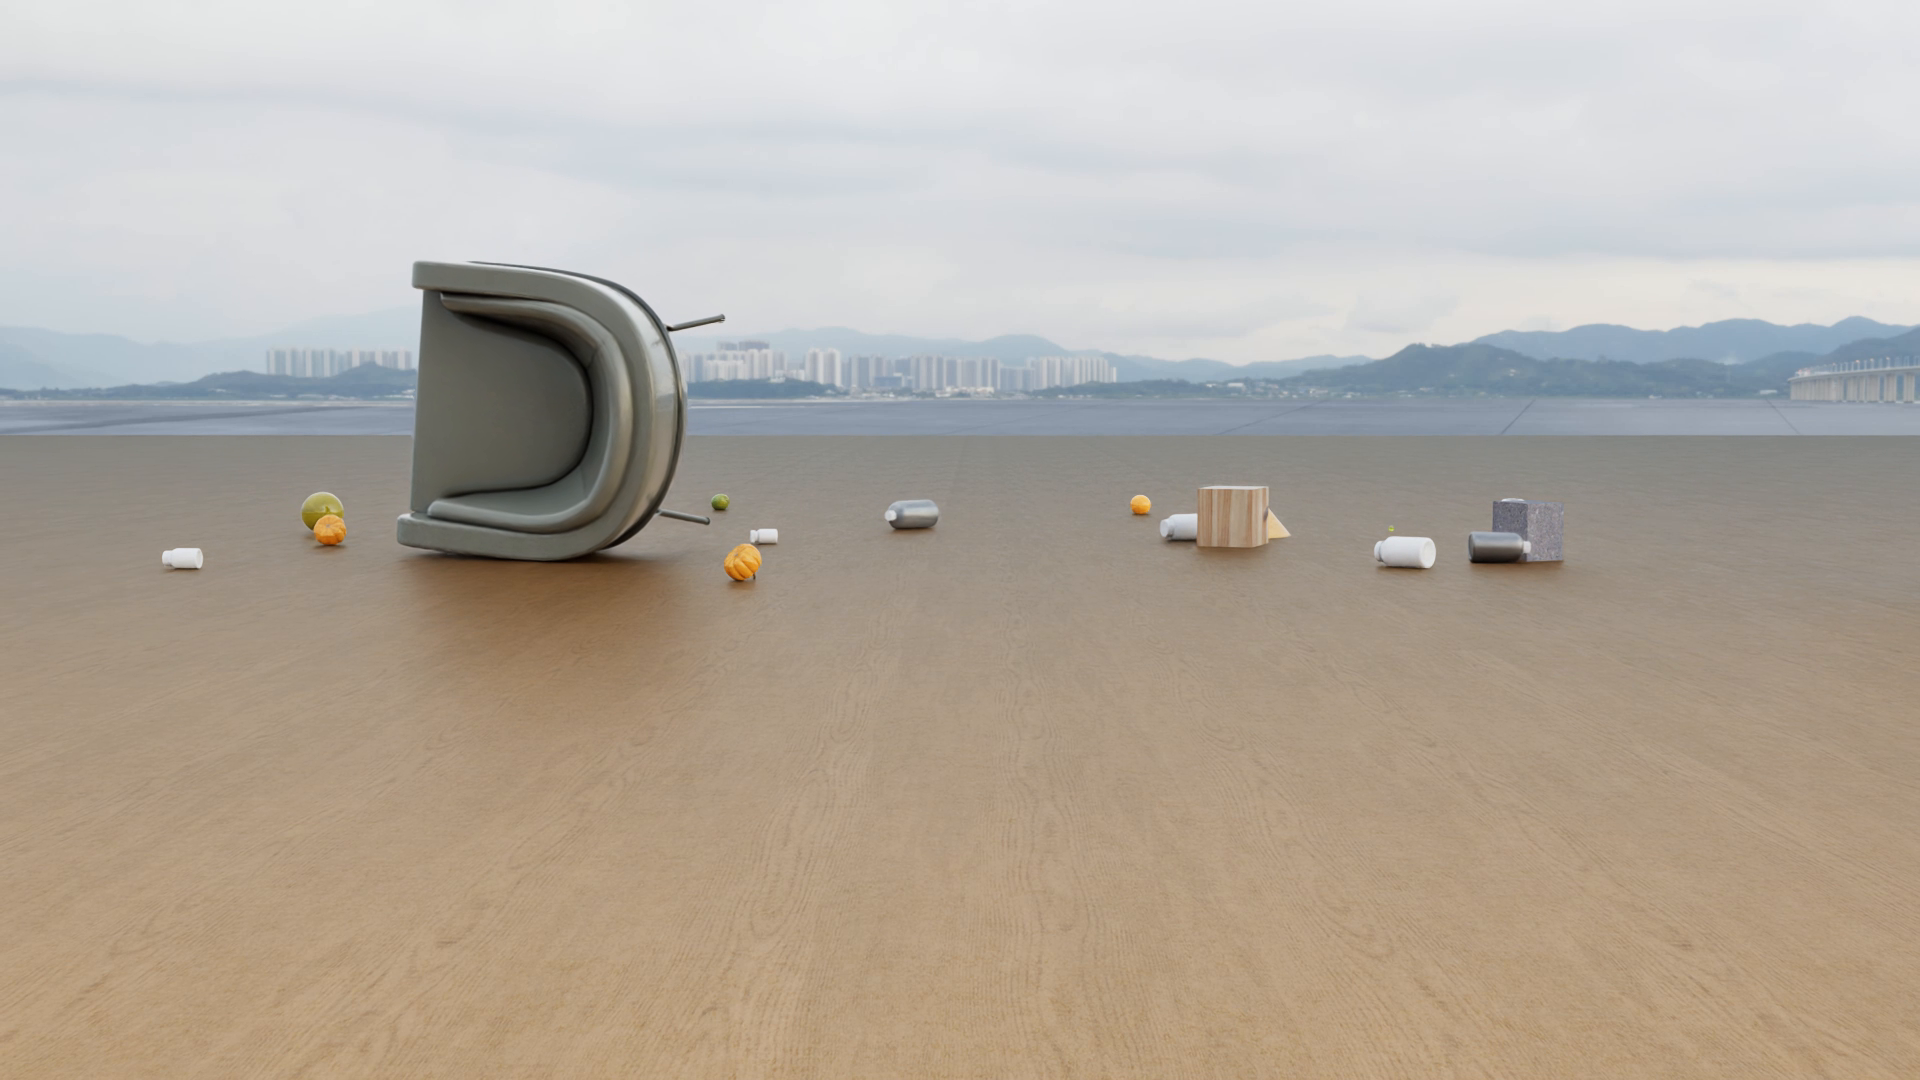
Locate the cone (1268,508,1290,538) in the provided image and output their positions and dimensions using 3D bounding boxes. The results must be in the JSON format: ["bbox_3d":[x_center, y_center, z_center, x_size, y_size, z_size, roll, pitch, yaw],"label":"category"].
[{"bbox_3d":[0.906,-0.073,6.692,0.273,0.126,0.151,-4,6,-45],"label":"cone"}]

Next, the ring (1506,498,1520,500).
[{"bbox_3d":[1.969,-0.116,7.826,0.090,0.057,0.138,-1,5,0],"label":"ring"}]

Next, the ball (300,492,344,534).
[{"bbox_3d":[-1.984,-0.085,6.846,0.129,0.129,0.129,0,4,0],"label":"ball"}]

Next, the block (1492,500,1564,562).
[{"bbox_3d":[1.501,-0.025,5.816,0.112,0.150,0.153,-2,4,-22],"label":"block"}]

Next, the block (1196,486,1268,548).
[{"bbox_3d":[0.788,-0.069,6.346,0.161,0.165,0.190,2,4,22],"label":"block"}]
